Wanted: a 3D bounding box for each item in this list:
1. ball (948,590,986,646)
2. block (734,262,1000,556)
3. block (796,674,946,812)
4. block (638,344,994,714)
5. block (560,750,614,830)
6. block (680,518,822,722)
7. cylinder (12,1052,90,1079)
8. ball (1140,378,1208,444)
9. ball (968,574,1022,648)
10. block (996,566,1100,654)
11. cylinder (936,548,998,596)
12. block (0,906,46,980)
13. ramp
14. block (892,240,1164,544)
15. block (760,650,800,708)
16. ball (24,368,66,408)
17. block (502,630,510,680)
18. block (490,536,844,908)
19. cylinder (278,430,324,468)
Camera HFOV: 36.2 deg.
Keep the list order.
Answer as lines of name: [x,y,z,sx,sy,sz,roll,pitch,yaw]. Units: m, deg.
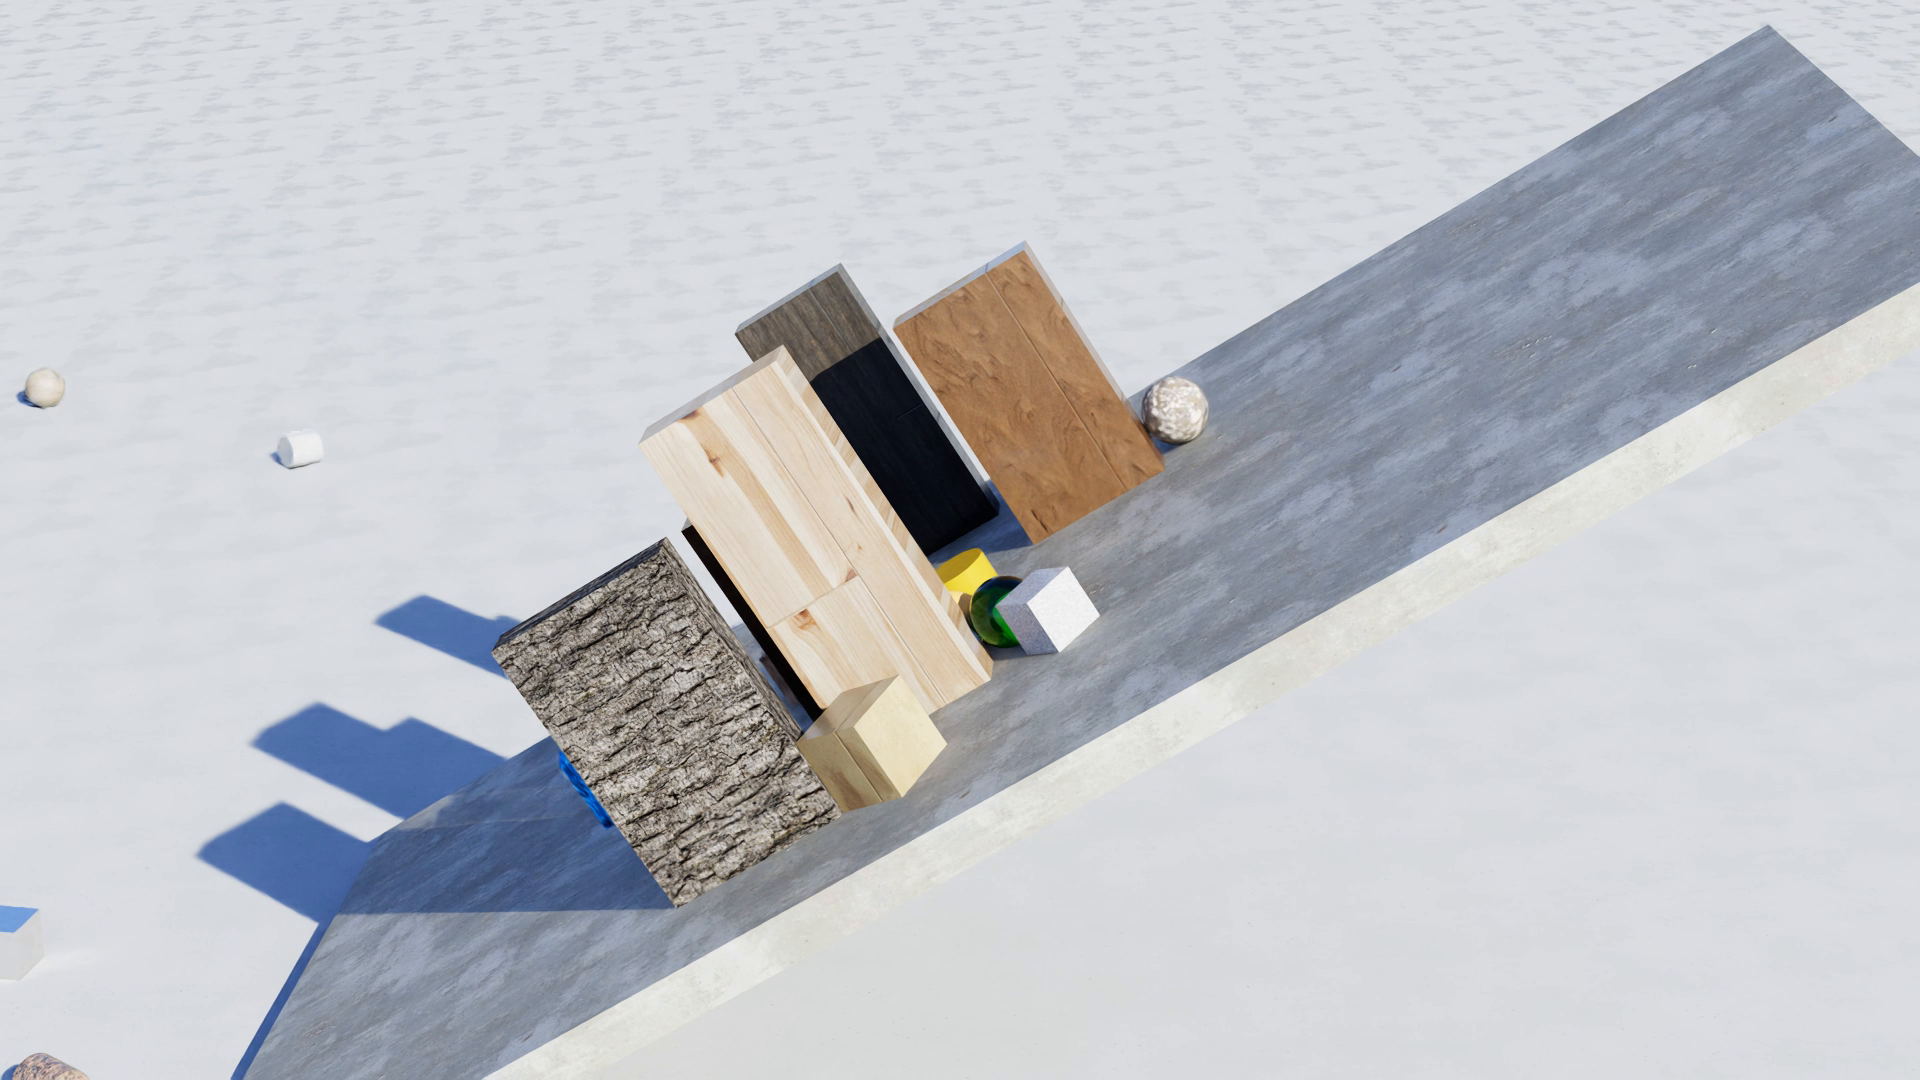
ball: [-0.016,0.181,6.086,0.155,0.155,0.155,0,20,0]
block: [-0.214,-0.281,6.900,0.287,0.694,0.082,-30,15,13]
block: [-0.172,0.395,5.707,0.171,0.171,0.171,-19,21,44]
block: [-0.283,0.027,5.904,0.330,0.781,0.115,-30,15,13]
block: [-0.772,0.502,6.608,0.181,0.181,0.181,-33,15,1]
block: [-0.290,0.094,6.197,0.347,0.531,0.104,-30,15,13]
cylinder: [-2.012,1.212,6.512,0.122,0.122,0.122,15,25,36]
ball: [0.477,-0.286,6.532,0.150,0.150,0.150,0,20,0]
ball: [0.092,0.145,5.985,0.149,0.149,0.149,0,20,0]
block: [0.174,0.141,5.876,0.122,0.122,0.122,-41,17,-26]
cylinder: [0.023,0.119,6.218,0.146,0.146,0.146,-31,15,9]
block: [-2.321,0.978,7.150,0.129,0.129,0.129,4,20,10]
ramp: [0.140,0.170,6.292,4.000,0.100,2.000,-30,15,13]
block: [0.154,-0.321,6.470,0.338,0.584,0.087,-30,15,13]
block: [-0.346,0.262,6.561,0.134,0.134,0.134,-30,15,14]
ball: [-3.568,-0.595,11.475,0.154,0.154,0.154,0,20,0]
block: [-1.274,0.349,8.867,0.147,0.147,0.147,-16,25,-38]
block: [-0.561,0.360,5.725,0.394,0.636,0.094,-30,15,13]
cylinder: [-2.418,-0.332,10.789,0.118,0.118,0.118,-15,24,-38]
